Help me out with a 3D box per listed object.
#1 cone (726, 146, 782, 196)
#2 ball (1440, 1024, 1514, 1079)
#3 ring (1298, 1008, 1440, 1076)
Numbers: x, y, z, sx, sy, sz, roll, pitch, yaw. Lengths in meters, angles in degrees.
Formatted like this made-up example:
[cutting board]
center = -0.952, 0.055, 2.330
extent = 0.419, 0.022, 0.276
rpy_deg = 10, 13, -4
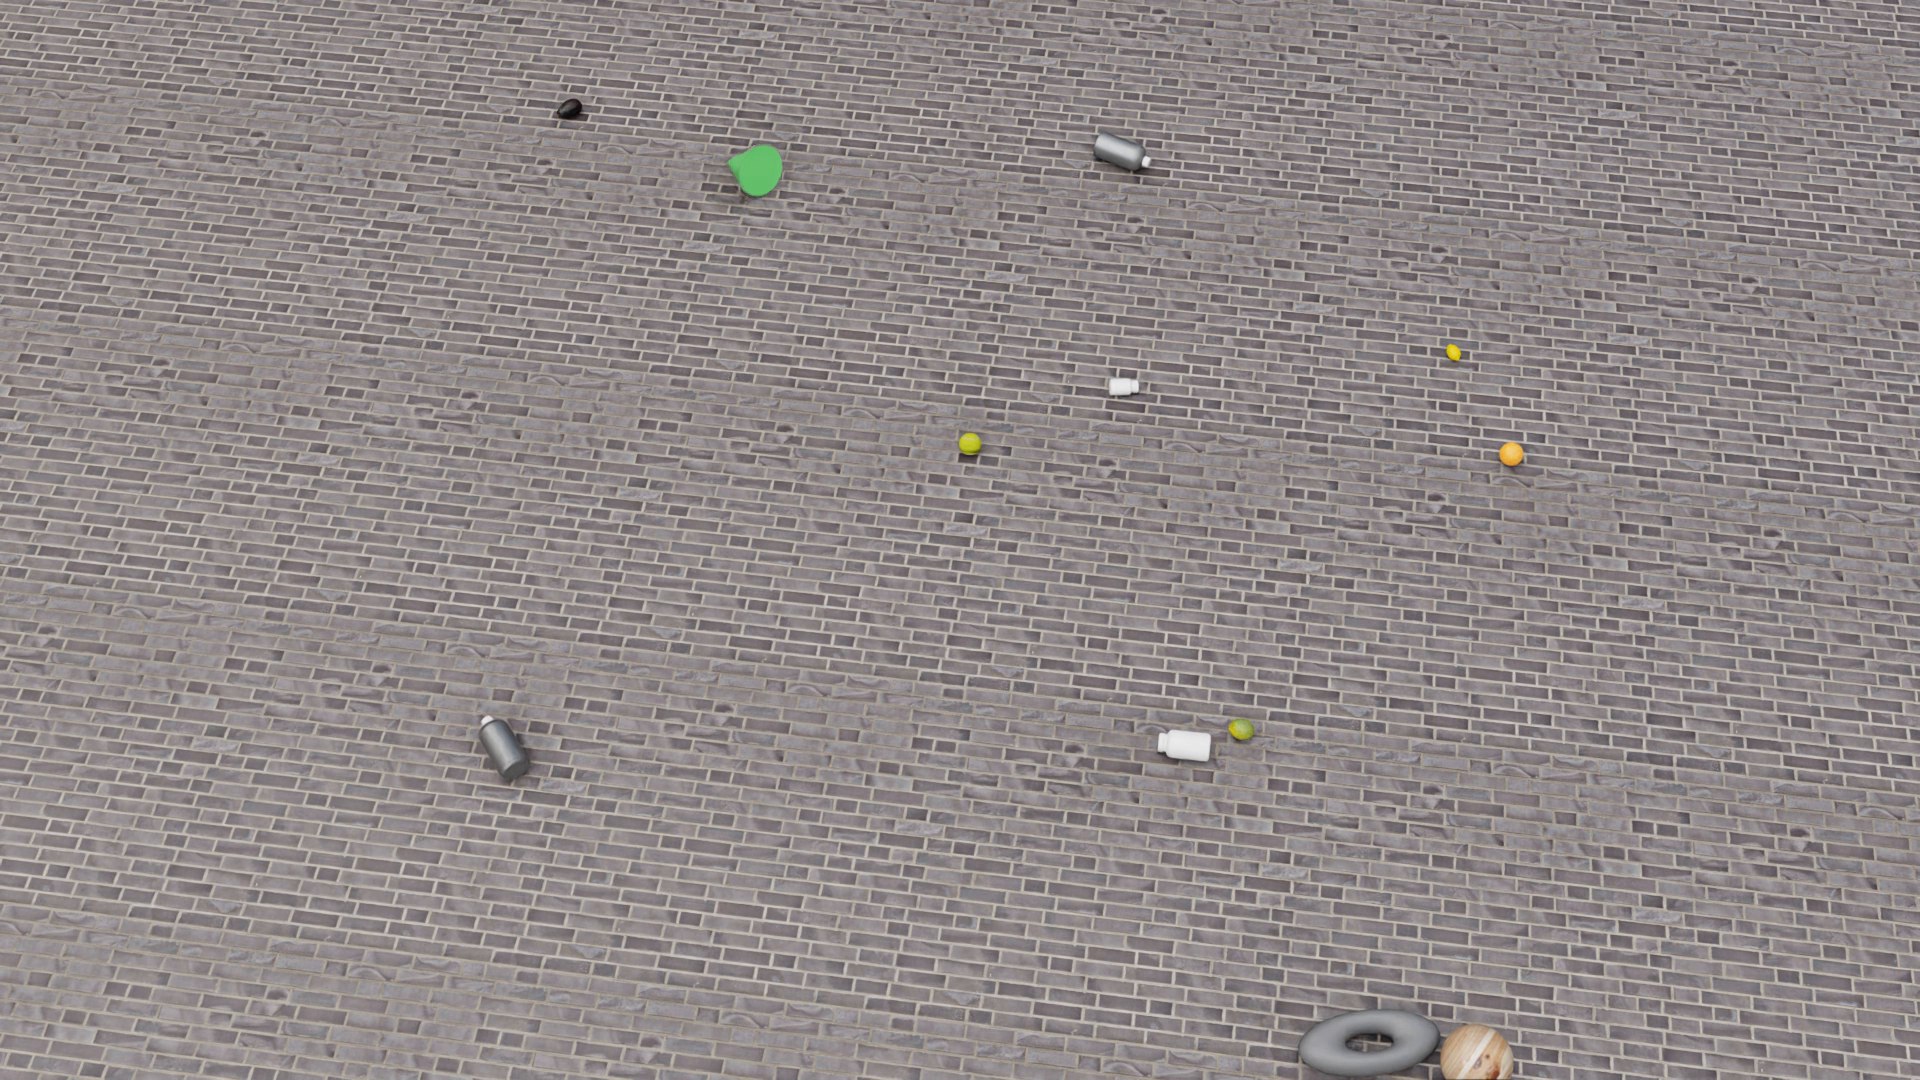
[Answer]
[cone]
center = -0.726, -1.252, 7.368
extent = 0.188, 0.165, 0.180
rpy_deg = 23, 54, 43
[ball]
center = 1.310, 1.321, 5.577
extent = 0.184, 0.184, 0.184
rpy_deg = 0, 56, 0
[ring]
center = 1.053, 1.293, 5.655
extent = 0.374, 0.087, 0.171
rpy_deg = -6, 55, -4
